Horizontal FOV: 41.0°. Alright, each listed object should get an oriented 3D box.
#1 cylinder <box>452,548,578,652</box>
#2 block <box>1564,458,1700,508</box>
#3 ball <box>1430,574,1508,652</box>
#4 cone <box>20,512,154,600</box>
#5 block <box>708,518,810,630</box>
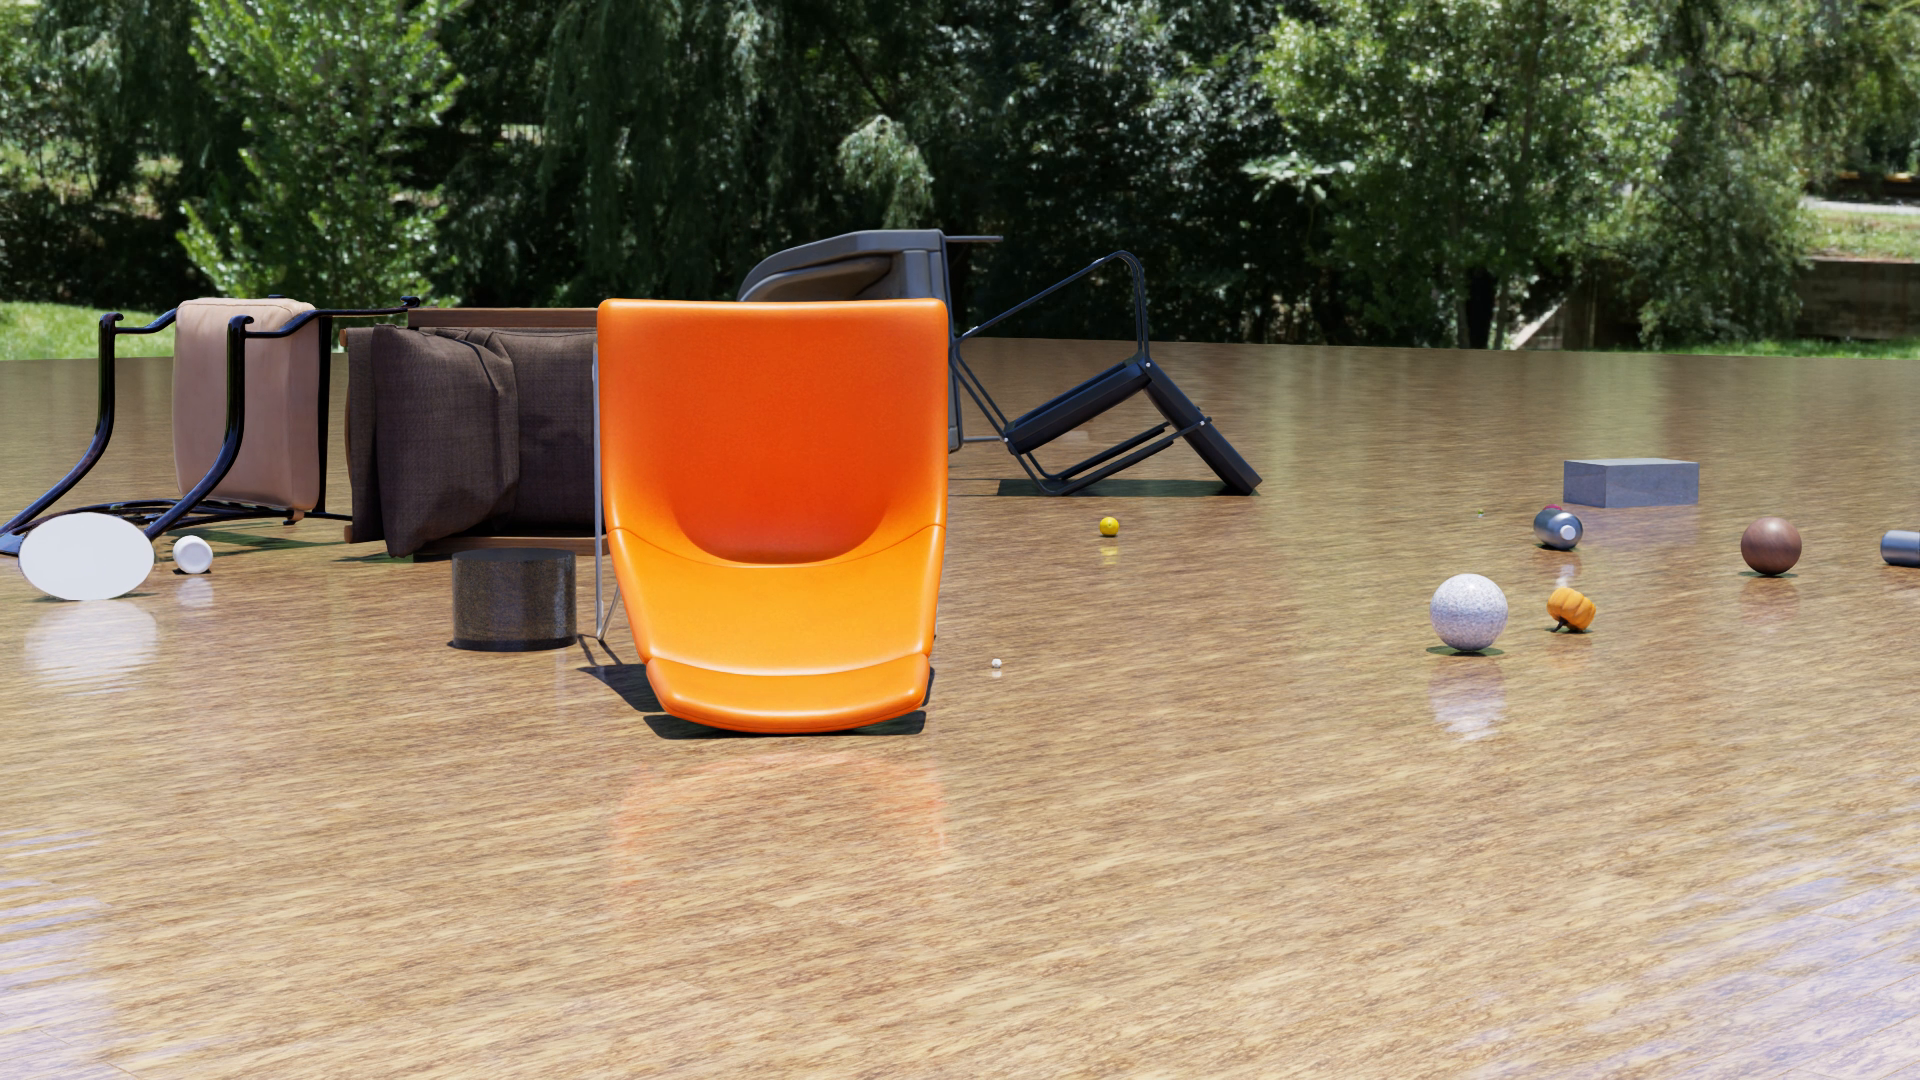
[{"bbox_3d":[-0.800,0.105,4.609,0.220,0.160,0.235,-2,6,-17],"label":"cylinder"},{"bbox_3d":[1.945,-0.167,7.438,0.315,0.121,0.212,-2,6,-20],"label":"block"},{"bbox_3d":[0.894,0.127,4.507,0.137,0.137,0.137,0,6,0],"label":"ball"},{"bbox_3d":[-1.825,0.069,5.319,0.264,0.194,0.189,-4,-20,-30],"label":"cone"},{"bbox_3d":[-0.383,0.063,4.876,0.161,0.190,0.165,-2,6,-17],"label":"block"}]
